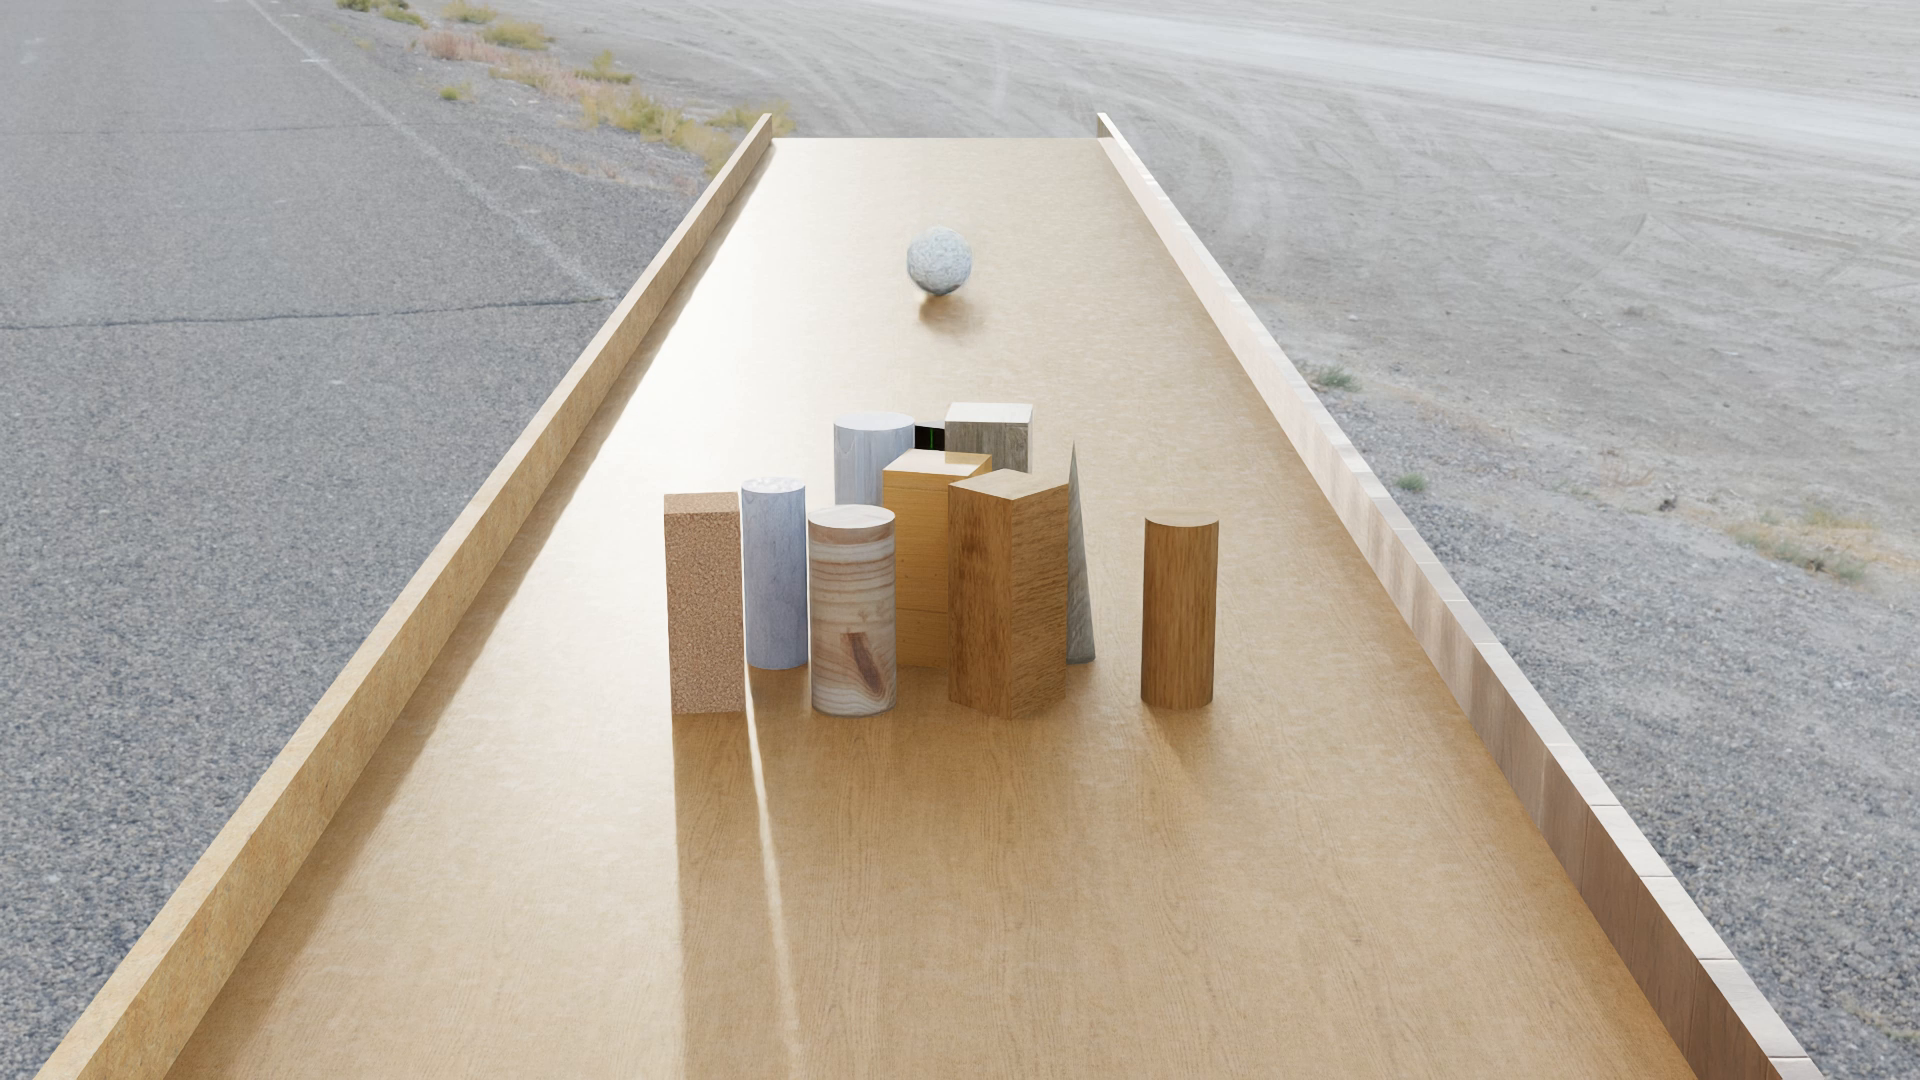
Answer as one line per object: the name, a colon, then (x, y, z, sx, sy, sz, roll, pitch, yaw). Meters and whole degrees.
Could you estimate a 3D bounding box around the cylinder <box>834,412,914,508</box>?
cylinder: (-0.178, -0.043, 4.621, 0.170, 0.427, 0.170, 0, 17, 0)

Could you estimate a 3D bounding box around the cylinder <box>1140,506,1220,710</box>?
cylinder: (0.416, 0.128, 4.165, 0.139, 0.360, 0.139, 0, 17, 0)

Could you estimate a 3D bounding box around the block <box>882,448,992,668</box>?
block: (-0.043, 0.037, 4.402, 0.173, 0.399, 0.173, 5, 17, 16)

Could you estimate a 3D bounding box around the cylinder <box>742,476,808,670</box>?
cylinder: (-0.367, 0.065, 4.371, 0.126, 0.363, 0.126, 0, 17, 0)

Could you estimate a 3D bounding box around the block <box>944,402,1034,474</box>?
block: (0.062, -0.054, 4.633, 0.171, 0.442, 0.171, 2, 17, 5)

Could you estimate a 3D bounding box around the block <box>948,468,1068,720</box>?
block: (0.090, 0.100, 4.141, 0.159, 0.427, 0.159, 15, 22, 41)

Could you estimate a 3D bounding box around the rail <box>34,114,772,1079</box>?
rail: (-1.118, -0.838, 7.780, 0.050, 0.150, 12.000, 0, 17, -1)

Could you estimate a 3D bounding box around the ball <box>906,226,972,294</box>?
ball: (-0.079, -1.059, 8.342, 0.255, 0.255, 0.255, 0, 17, 0)

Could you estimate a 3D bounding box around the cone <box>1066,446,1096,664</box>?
cone: (0.223, 0.017, 4.371, 0.101, 0.456, 0.101, 0, 17, 0)

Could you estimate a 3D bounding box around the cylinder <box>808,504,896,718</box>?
cylinder: (-0.201, 0.133, 4.130, 0.162, 0.370, 0.162, 0, 17, 0)

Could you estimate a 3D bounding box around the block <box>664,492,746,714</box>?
block: (-0.482, 0.117, 4.146, 0.140, 0.391, 0.140, -2, 17, -7)

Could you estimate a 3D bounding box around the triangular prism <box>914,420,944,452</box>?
triangular prism: (-0.051, -0.085, 4.883, 0.087, 0.359, 0.076, 8, 19, 26)

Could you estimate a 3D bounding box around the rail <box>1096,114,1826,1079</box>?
rail: (0.932, -0.844, 7.801, 0.050, 0.150, 12.000, 0, 17, -1)
